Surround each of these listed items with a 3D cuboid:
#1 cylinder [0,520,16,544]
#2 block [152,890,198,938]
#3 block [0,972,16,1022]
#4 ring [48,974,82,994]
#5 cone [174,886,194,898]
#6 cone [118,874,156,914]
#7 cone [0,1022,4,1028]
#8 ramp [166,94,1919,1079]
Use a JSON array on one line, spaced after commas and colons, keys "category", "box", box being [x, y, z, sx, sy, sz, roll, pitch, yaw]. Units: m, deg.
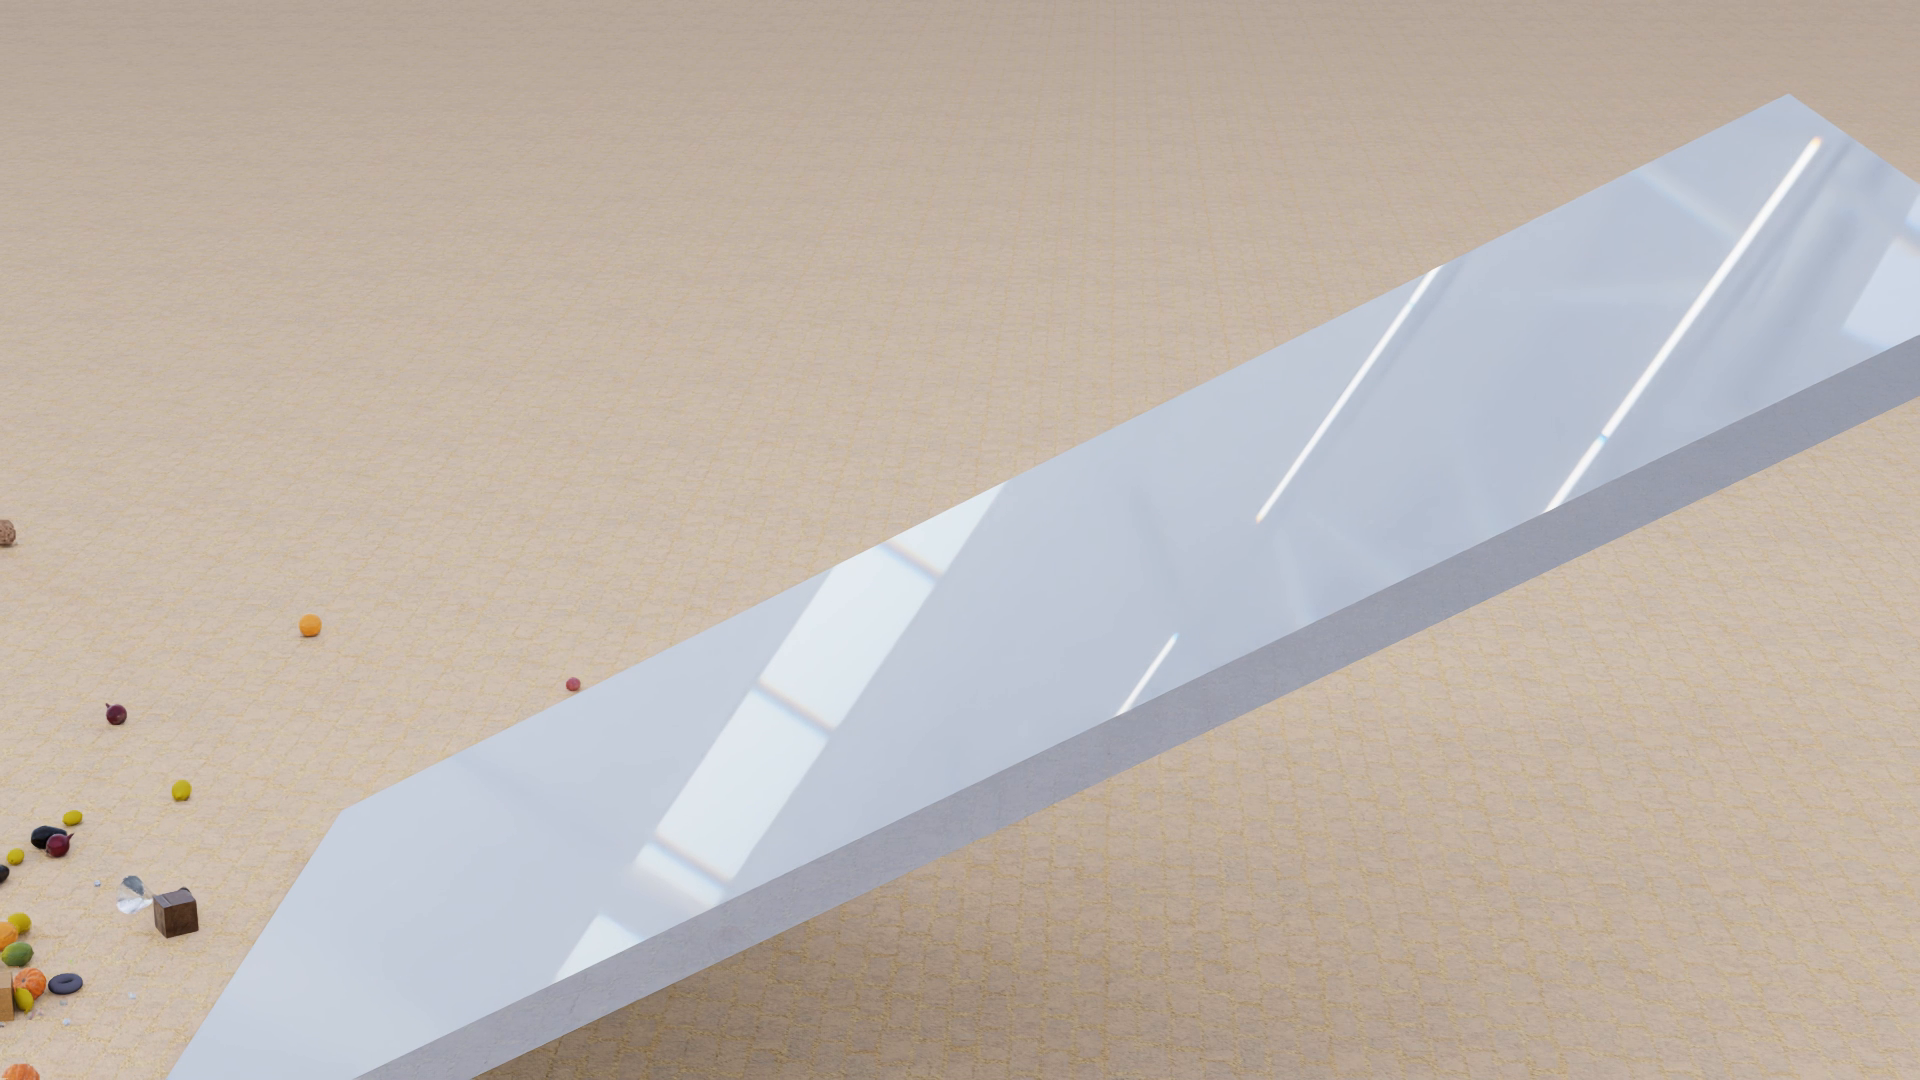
[{"category": "cylinder", "box": [-3.288, -0.023, 10.061, 0.082, 0.082, 0.082, -14, 22, -39]}, {"category": "block", "box": [-1.892, 0.901, 7.096, 0.080, 0.080, 0.080, -11, 20, -32]}, {"category": "block", "box": [-2.186, 1.037, 6.656, 0.082, 0.082, 0.082, -5, 18, -14]}, {"category": "ring", "box": [-2.066, 1.025, 6.792, 0.078, 0.026, 0.078, 0, 18, 0]}, {"category": "cone", "box": [-1.922, 0.895, 7.198, 0.071, 0.071, 0.071, -31, 6, 22]}, {"category": "cone", "box": [-2.003, 0.878, 7.234, 0.097, 0.097, 0.097, 14, -5, 38]}, {"category": "cone", "box": [-2.183, 1.079, 6.589, 0.095, 0.095, 0.095, 21, 5, -31]}, {"category": "ramp", "box": [0.141, 0.167, 6.281, 4.000, 0.100, 2.000, -26, 14, 11]}]
